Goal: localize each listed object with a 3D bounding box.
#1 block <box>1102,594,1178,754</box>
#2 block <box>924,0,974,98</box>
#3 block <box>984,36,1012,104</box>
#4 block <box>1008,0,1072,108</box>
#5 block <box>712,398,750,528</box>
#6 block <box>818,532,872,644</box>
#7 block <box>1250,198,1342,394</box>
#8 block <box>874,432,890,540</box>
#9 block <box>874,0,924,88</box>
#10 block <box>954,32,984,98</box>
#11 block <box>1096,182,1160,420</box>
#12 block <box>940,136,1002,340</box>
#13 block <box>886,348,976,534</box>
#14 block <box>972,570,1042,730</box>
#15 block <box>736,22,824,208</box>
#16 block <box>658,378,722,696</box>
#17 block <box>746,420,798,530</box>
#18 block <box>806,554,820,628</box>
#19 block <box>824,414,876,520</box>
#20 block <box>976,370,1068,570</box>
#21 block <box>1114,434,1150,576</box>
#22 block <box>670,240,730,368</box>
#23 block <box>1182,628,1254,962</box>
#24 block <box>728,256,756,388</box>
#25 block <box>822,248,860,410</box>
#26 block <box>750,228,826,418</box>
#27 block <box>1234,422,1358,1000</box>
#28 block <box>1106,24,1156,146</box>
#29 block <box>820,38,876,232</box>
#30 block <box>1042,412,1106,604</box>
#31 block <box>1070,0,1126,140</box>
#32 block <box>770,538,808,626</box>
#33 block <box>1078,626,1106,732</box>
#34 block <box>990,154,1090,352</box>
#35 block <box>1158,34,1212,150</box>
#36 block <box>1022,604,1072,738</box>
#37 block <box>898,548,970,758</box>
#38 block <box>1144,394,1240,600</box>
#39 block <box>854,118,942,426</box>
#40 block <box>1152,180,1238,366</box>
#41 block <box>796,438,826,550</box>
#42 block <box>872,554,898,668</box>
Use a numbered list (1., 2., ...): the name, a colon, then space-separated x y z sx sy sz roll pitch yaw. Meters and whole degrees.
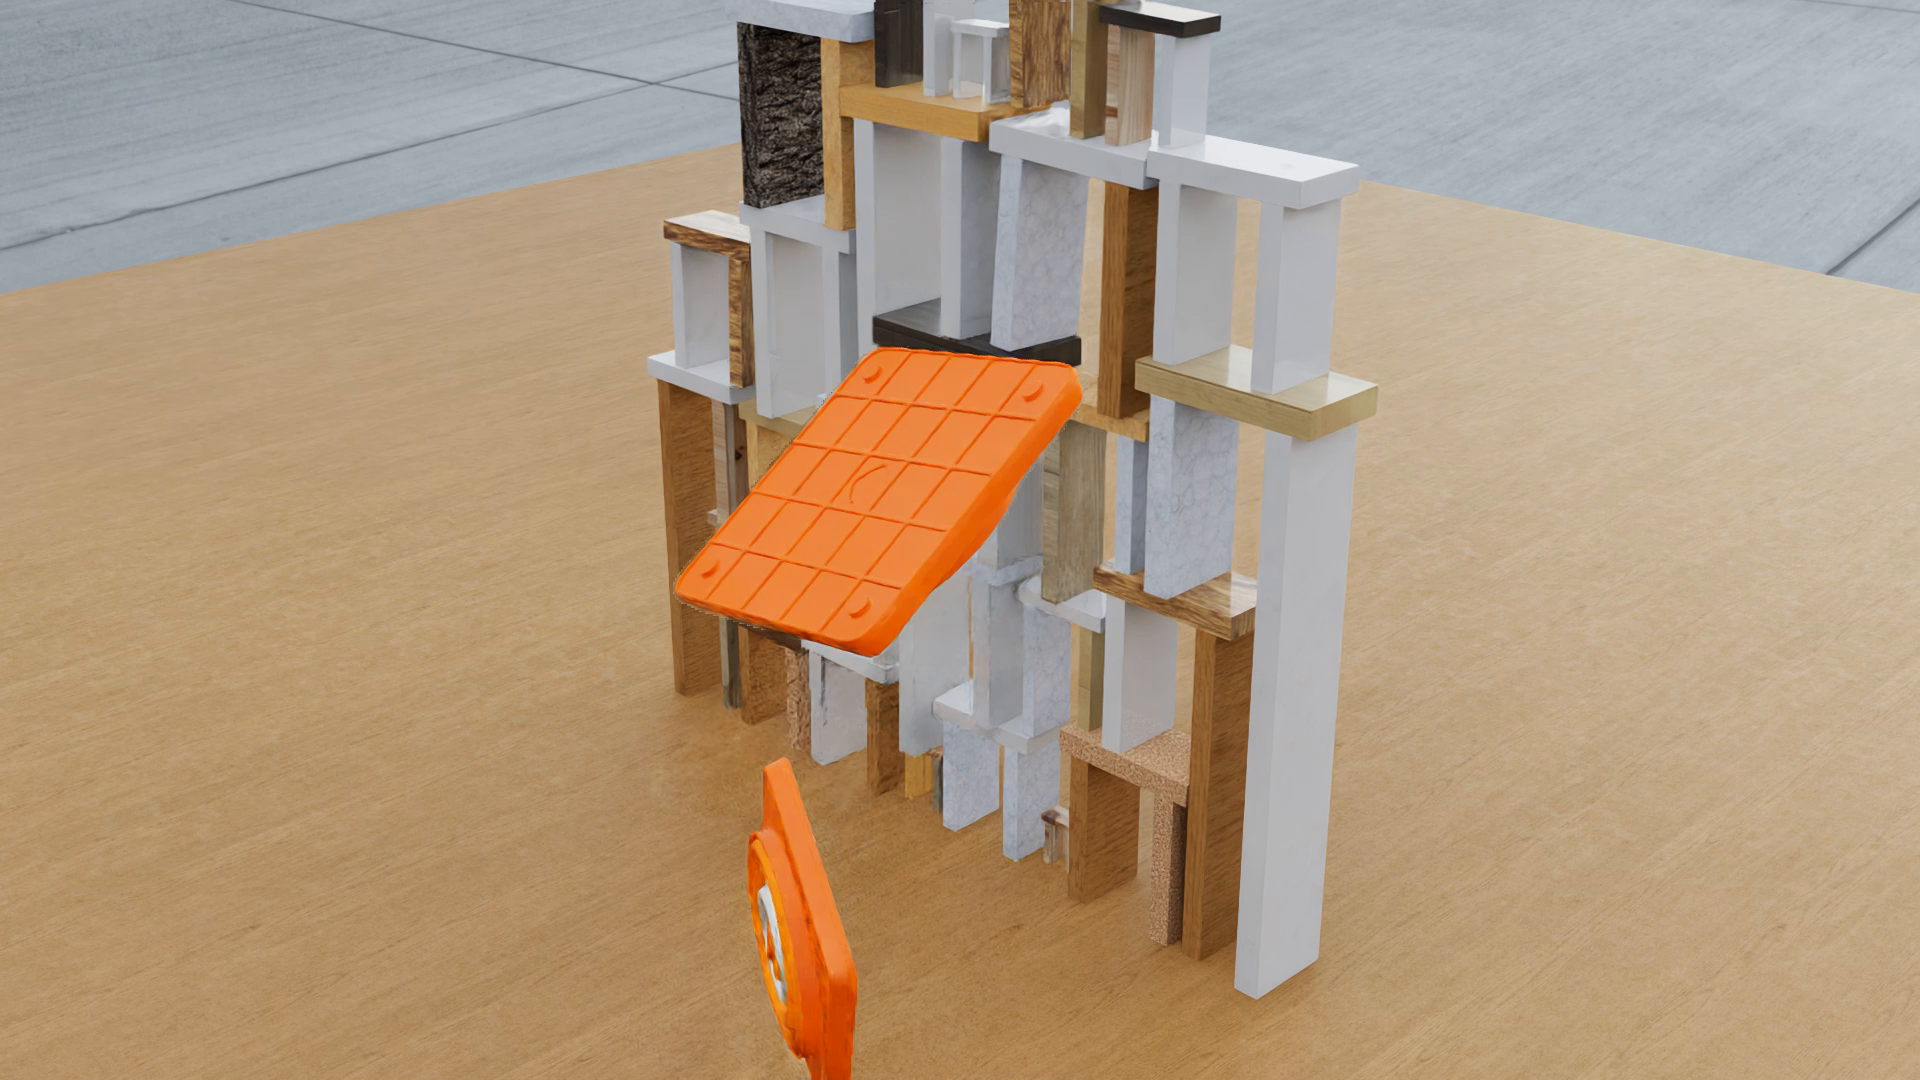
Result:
1. block: 0.327 0.220 3.967 0.043 0.306 0.153 21 31 40
2. block: -0.019 -0.884 3.869 0.097 0.194 0.027 -20 30 -40
3. block: 0.068 -0.813 3.793 0.057 0.113 0.016 -18 28 -41
4. block: 0.138 -0.856 3.735 0.113 0.226 0.032 -19 28 -35
5. block: -0.450 -0.178 4.628 0.039 0.278 0.139 20 30 40
6. block: -0.232 0.080 4.505 0.121 0.241 0.034 -21 31 -40
7. block: 0.532 -0.396 3.479 0.043 0.304 0.152 21 31 40
8. block: -0.115 -0.118 4.296 0.110 0.220 0.031 -21 31 -41
9. block: -0.109 -0.918 3.956 0.097 0.193 0.027 -20 30 -40
10. block: 0.015 -0.832 3.844 0.057 0.113 0.016 -18 28 -41
11. block: 0.310 -0.419 3.711 0.048 0.402 0.171 20 30 38
12. block: 0.048 -0.550 3.917 0.179 0.357 0.051 -19 29 -40
13. block: -0.054 -0.208 4.167 0.180 0.360 0.051 -21 30 -40
14. block: 0.092 0.193 4.190 0.044 0.309 0.154 20 31 40
15. block: -0.341 -0.831 4.245 0.050 0.351 0.175 21 31 40
16. block: -0.579 -0.016 4.845 0.139 0.745 0.039 -21 31 -41
17. block: -0.385 -0.149 4.575 0.033 0.233 0.117 20 30 40
18. block: -0.279 0.094 4.572 0.082 0.165 0.023 -21 31 -40
19. block: -0.218 -0.159 4.392 0.110 0.220 0.031 -21 31 -40
20. block: 0.113 -0.142 4.008 0.180 0.360 0.051 -21 30 -40
21. block: 0.327 -0.077 3.839 0.036 0.254 0.127 21 31 40
22. block: -0.536 -0.503 4.595 0.133 0.266 0.038 -20 30 -40
23. block: 0.471 0.434 3.903 0.043 0.651 0.153 21 31 41
24. block: -0.408 -0.455 4.477 0.038 0.266 0.133 21 29 38
25. block: -0.189 -0.425 4.254 0.045 0.315 0.157 21 31 40
26. block: -0.339 -0.449 4.403 0.045 0.387 0.157 21 31 40
27. block: 0.566 0.291 3.728 0.051 1.053 0.179 21 31 41
28. block: 0.279 -0.749 3.594 0.025 0.196 0.090 22 32 40
29. block: -0.174 -0.767 4.094 0.050 0.351 0.175 21 31 40
30. block: 0.206 -0.073 3.969 0.036 0.366 0.127 21 31 40
31. block: 0.234 -0.786 3.639 0.113 0.226 0.032 -21 31 -40
32. block: -0.357 0.077 4.649 0.082 0.193 0.023 -21 31 -41
33. block: 0.264 0.239 4.045 0.104 0.208 0.029 -21 32 -40
34. block: 0.141 -0.514 3.845 0.171 0.342 0.048 -18 32 -40
35. block: 0.359 -0.722 3.518 0.025 0.179 0.090 22 32 40
36. block: 0.164 0.230 4.147 0.029 0.273 0.104 21 31 40
37. block: -0.051 0.199 4.360 0.044 0.450 0.154 21 31 40
38. block: 0.396 -0.094 3.746 0.051 0.358 0.179 21 31 40
39. block: -0.110 -0.513 4.123 0.179 0.579 0.051 -21 31 -41
40. block: 0.387 -0.452 3.611 0.043 0.304 0.152 21 31 40
41. block: -0.274 -0.107 4.475 0.033 0.233 0.117 21 31 40
42. block: -0.119 0.125 4.400 0.121 0.241 0.034 -21 31 -40
